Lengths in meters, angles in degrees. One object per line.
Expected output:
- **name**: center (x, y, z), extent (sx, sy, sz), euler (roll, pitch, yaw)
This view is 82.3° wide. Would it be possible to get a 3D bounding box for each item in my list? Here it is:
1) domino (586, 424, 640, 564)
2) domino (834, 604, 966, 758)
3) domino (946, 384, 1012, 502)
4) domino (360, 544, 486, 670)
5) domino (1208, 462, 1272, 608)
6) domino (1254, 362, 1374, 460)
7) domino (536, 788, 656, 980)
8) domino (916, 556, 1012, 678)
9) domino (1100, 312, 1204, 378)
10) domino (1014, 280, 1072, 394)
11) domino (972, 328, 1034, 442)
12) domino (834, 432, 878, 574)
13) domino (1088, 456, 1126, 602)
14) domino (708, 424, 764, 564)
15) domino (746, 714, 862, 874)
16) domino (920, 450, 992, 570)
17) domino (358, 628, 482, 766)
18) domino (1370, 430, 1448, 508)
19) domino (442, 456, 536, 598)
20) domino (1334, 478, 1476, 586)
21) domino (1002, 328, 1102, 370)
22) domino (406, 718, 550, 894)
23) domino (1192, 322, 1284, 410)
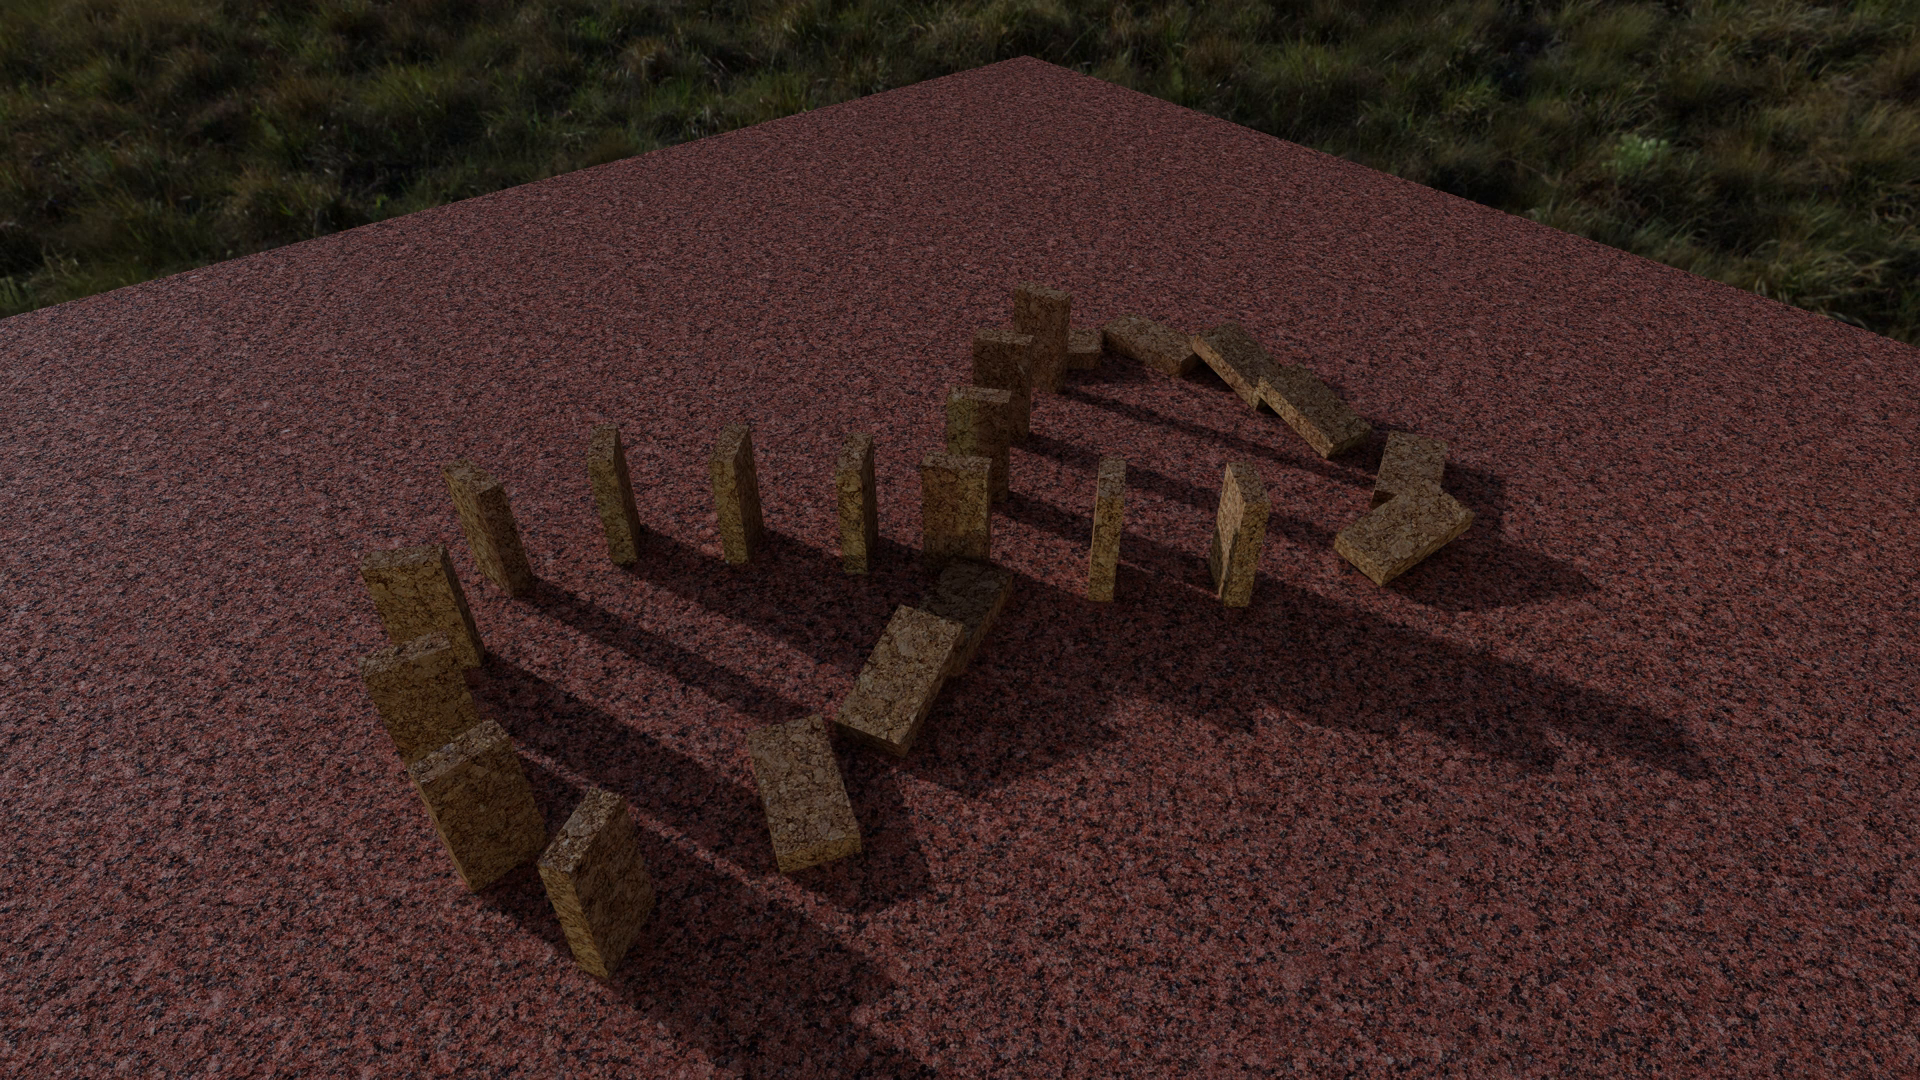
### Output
- **domino**: center (-0.136, -0.018, 0.433), extent (0.009, 0.050, 0.025), euler (-6, 40, -8)
- **domino**: center (-0.020, 0.047, 0.377), extent (0.025, 0.010, 0.050), euler (16, 55, 19)
- **domino**: center (0.008, -0.040, 0.460), extent (0.025, 0.050, 0.009), euler (7, 40, 9)
- **domino**: center (-0.185, 0.025, 0.381), extent (0.025, 0.050, 0.009), euler (-7, 40, -9)
- **domino**: center (0.105, -0.002, 0.414), extent (0.010, 0.050, 0.025), euler (-2, 39, -3)
- **domino**: center (0.163, -0.060, 0.509), extent (0.025, 0.010, 0.050), euler (-21, 55, -23)
- **domino**: center (-0.097, 0.093, 0.297), extent (0.009, 0.050, 0.025), euler (12, 41, 14)
- **domino**: center (-0.002, 0.028, 0.409), extent (0.025, 0.010, 0.050), euler (16, 42, 19)
- **domino**: center (0.100, -0.101, 0.567), extent (0.050, 0.010, 0.025), euler (31, 48, 32)
- **domino**: center (0.039, -0.097, 0.530), extent (0.025, 0.050, 0.010), euler (22, 44, 24)
- **domino**: center (0.019, -0.070, 0.496), extent (0.025, 0.050, 0.010), euler (11, 41, 13)
- **domino**: center (-0.040, -0.014, 0.428), extent (0.009, 0.050, 0.025), euler (4, 40, 5)
- **domino**: center (0.055, -0.004, 0.416), extent (0.010, 0.050, 0.025), euler (5, 40, 6)
- **domino**: center (-0.088, -0.018, 0.433), extent (0.009, 0.050, 0.025), euler (4, 39, 4)
- **domino**: center (-0.050, 0.079, 0.347), extent (0.025, 0.010, 0.050), euler (-13, 41, -15)
- **domino**: center (-0.001, -0.010, 0.423), extent (0.025, 0.050, 0.010), euler (8, 40, 10)
- **domino**: center (-0.167, 0.053, 0.347), extent (0.025, 0.050, 0.010), euler (-21, 44, -24)
- **domino**: center (0.196, -0.029, 0.478), extent (0.025, 0.010, 0.050), euler (16, 42, 18)
- **domino**: center (-0.178, -0.004, 0.417), extent (0.025, 0.050, 0.009), euler (28, 47, 30)
- **domino**: center (0.178, -0.004, 0.440), extent (0.050, 0.010, 0.025), euler (-29, 52, -18)
- **domino**: center (0.046, -0.098, 0.563), extent (0.050, 0.010, 0.025), euler (-2, 39, -2)
- **domino**: center (-0.138, 0.077, 0.317), extent (0.010, 0.050, 0.025), euler (32, 49, 33)
- **domino**: center (0.140, -0.086, 0.541), extent (0.025, 0.009, 0.050), euler (-21, 55, -23)
